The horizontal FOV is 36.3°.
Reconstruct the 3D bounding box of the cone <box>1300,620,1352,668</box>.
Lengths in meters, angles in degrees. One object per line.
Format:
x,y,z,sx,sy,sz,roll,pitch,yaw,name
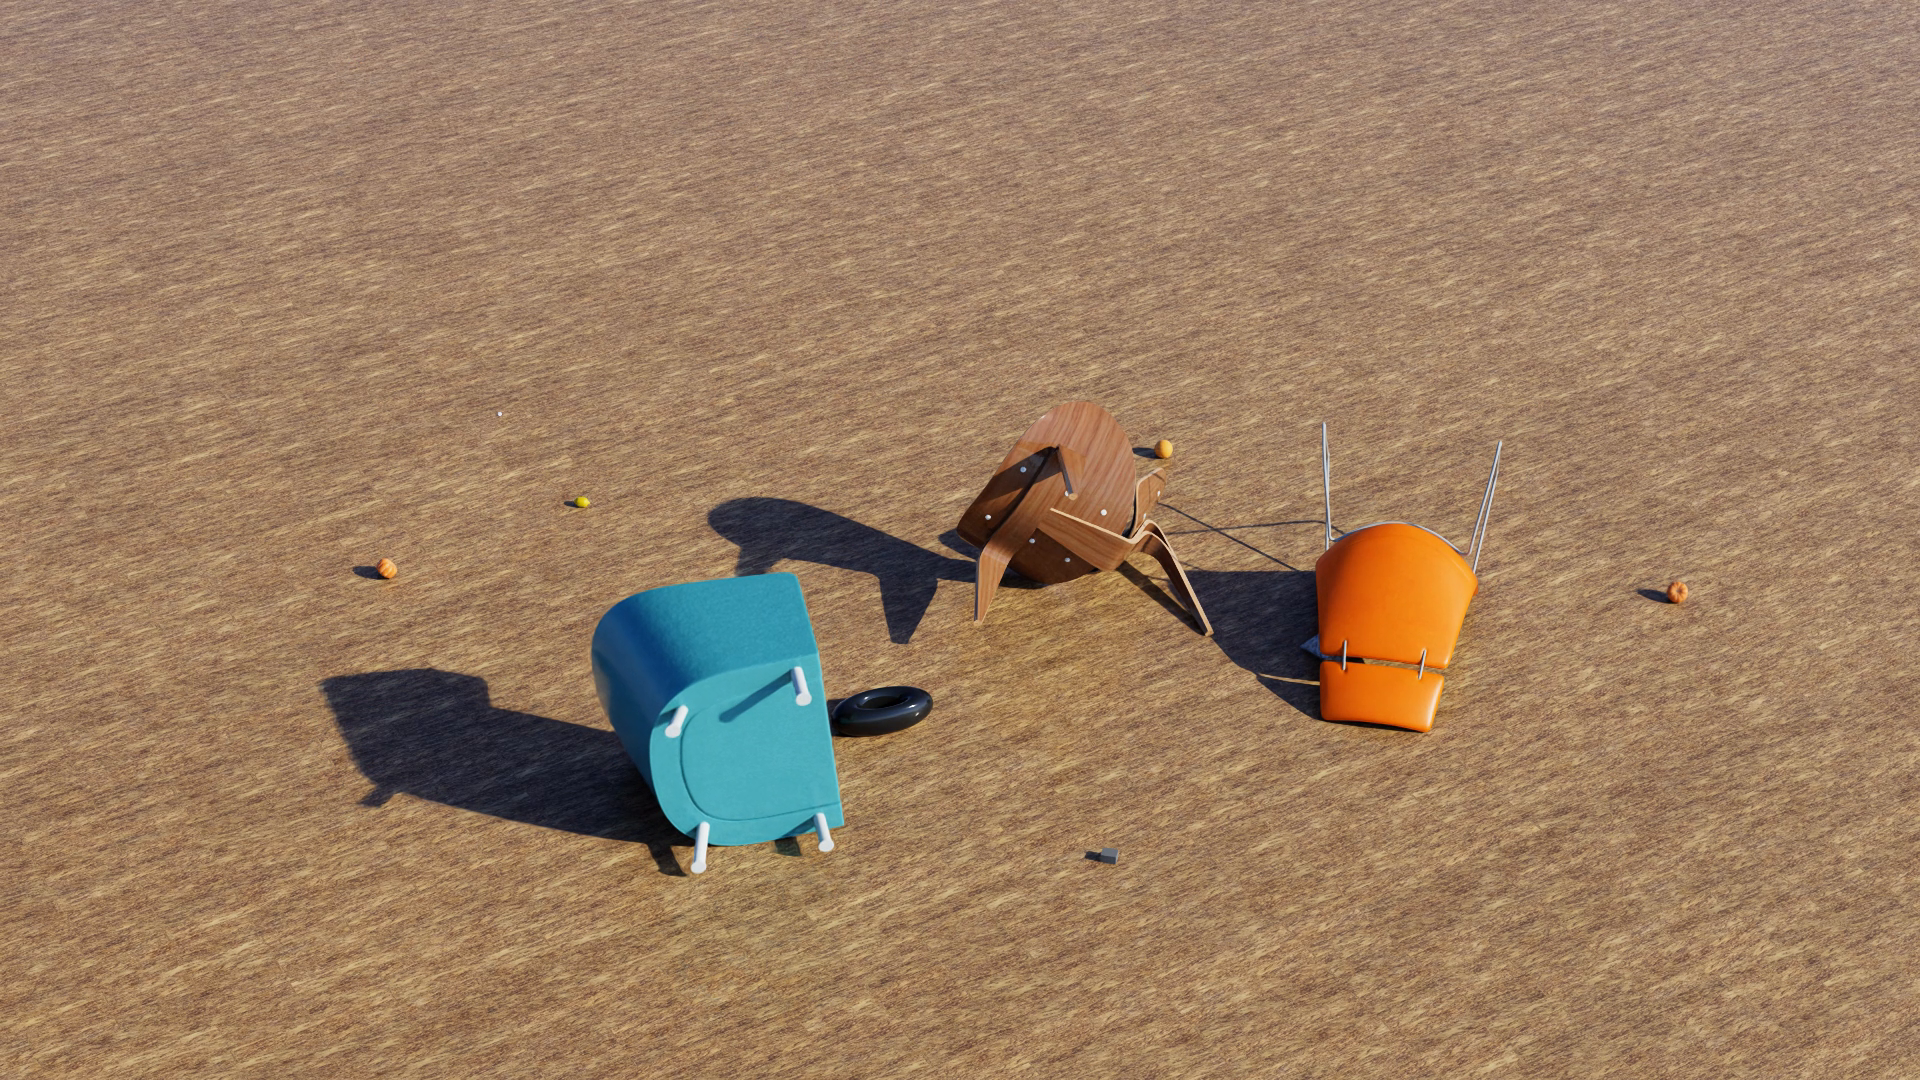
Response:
1.266,0.370,10.322,0.165,0.140,0.193,-6,44,37,cone

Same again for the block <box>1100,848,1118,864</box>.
0.478,1.011,9.383,0.050,0.030,0.041,8,34,12,block

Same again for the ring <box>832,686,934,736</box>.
-0.264,0.581,9.967,0.364,0.108,0.165,-10,36,-17,ring
